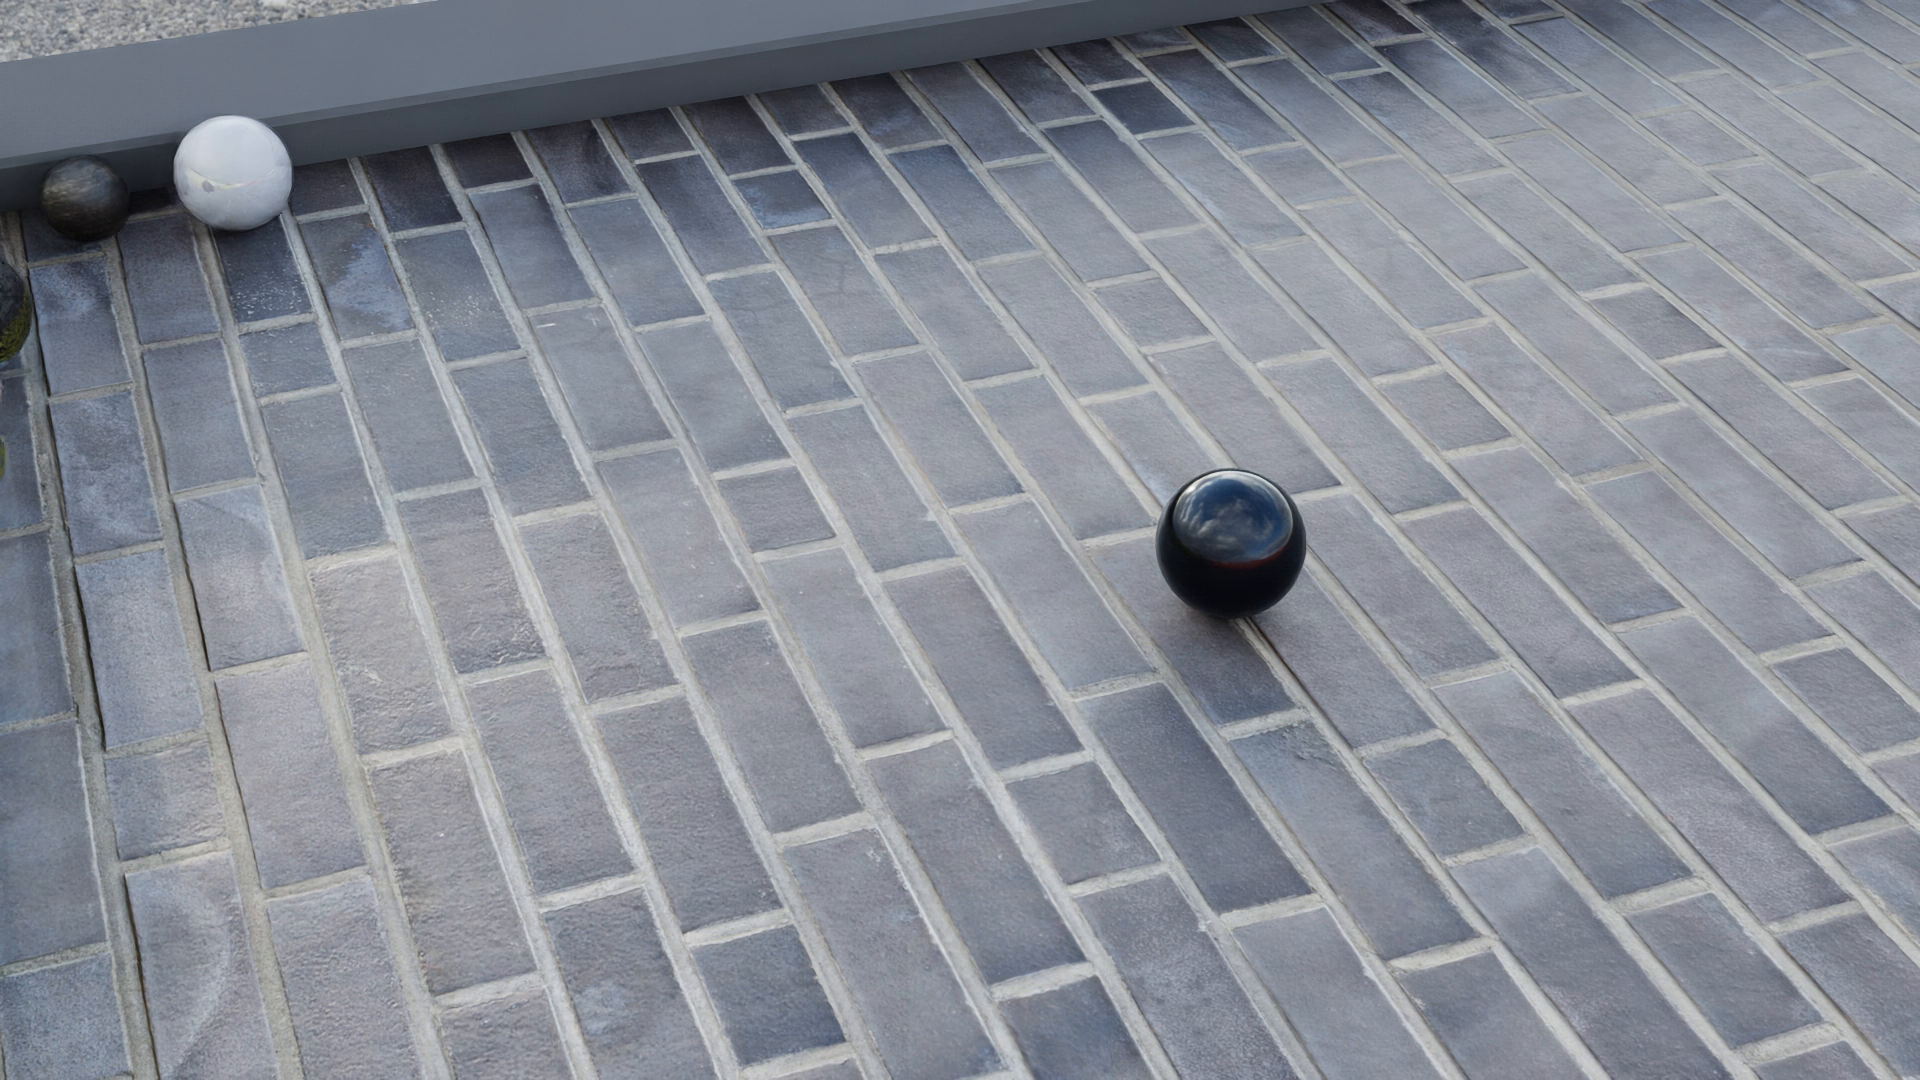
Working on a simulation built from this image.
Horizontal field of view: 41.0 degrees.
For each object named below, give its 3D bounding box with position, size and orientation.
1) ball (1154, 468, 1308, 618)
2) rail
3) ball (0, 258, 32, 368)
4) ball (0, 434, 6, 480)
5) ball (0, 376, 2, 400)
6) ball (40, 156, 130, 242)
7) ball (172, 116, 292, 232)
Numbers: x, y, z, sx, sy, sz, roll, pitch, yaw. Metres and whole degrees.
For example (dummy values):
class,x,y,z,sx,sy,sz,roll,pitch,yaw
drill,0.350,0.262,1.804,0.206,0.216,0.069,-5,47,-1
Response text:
class,x,y,z,sx,sy,sz,roll,pitch,yaw
ball,0.163,0.002,1.546,0.091,0.091,0.091,0,35,0
rail,0.353,-0.528,2.274,2.573,0.120,0.045,-12,37,-17
ball,-0.690,-0.158,1.773,0.092,0.092,0.092,0,35,0
ball,-0.648,-0.054,1.645,0.069,0.069,0.069,0,35,0
ball,-0.676,-0.102,1.718,0.065,0.065,0.065,0,35,0
ball,-0.662,-0.258,1.940,0.064,0.064,0.064,0,35,0
ball,-0.552,-0.279,1.949,0.087,0.087,0.087,0,35,0
